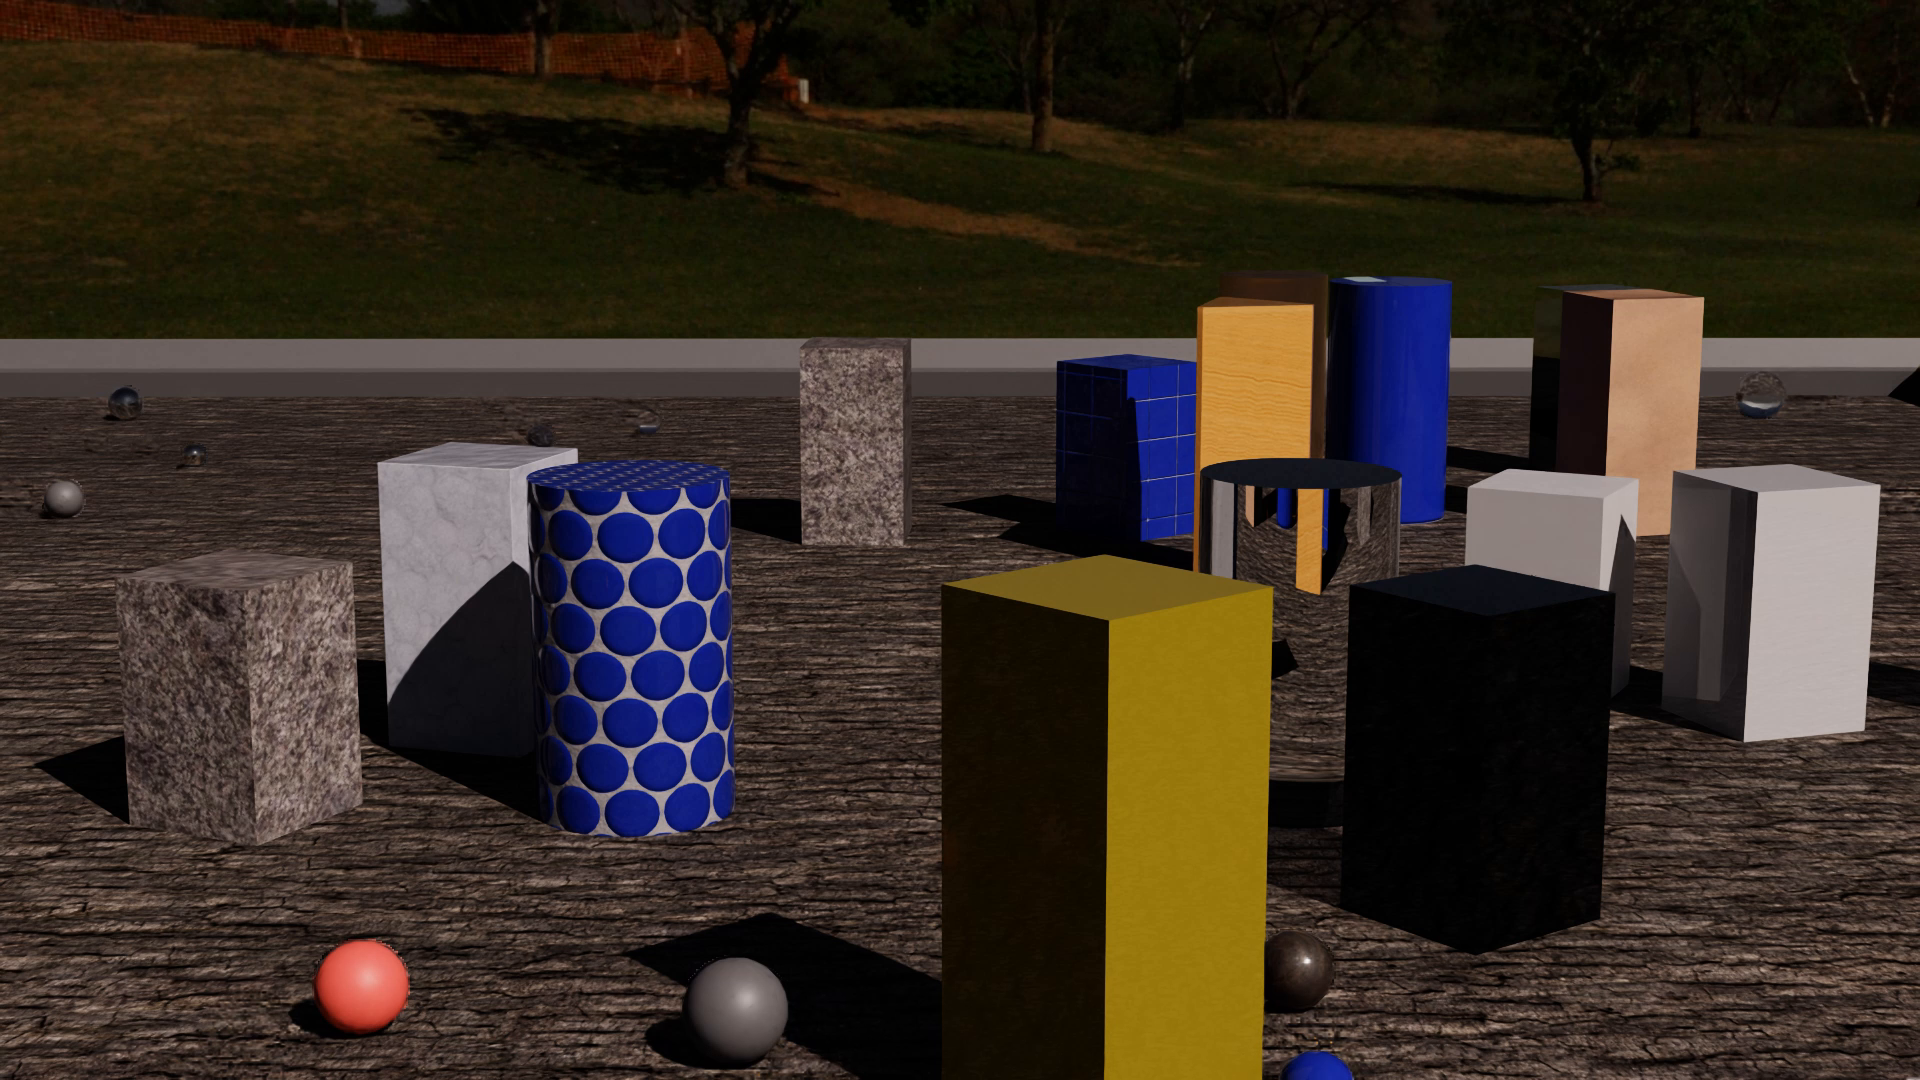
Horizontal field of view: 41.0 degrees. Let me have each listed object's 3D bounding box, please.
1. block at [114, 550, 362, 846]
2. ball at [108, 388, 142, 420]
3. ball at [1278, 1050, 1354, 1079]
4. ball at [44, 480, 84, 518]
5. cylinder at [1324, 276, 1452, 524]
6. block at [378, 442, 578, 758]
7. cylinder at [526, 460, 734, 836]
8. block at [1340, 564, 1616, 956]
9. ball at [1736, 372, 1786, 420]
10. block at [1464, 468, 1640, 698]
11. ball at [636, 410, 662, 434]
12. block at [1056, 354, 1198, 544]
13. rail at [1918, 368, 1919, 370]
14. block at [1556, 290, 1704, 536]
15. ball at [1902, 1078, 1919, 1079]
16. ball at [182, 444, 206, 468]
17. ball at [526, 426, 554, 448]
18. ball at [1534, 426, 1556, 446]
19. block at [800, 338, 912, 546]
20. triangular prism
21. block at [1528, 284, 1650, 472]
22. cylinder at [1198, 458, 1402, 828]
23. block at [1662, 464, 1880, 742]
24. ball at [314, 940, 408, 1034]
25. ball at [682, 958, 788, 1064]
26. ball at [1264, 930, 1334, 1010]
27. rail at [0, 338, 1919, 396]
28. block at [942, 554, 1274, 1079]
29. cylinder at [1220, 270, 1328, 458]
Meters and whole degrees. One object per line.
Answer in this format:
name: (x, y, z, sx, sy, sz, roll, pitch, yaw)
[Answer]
block: (-0.701, 0.149, 2.503, 0.157, 0.245, 0.157, 5, 12, 25)
ball: (-1.729, -0.282, 5.314, 0.068, 0.068, 0.068, 0, 11, 0)
ball: (0.247, 0.381, 1.775, 0.055, 0.055, 0.055, 0, 11, 0)
ball: (-1.456, -0.066, 4.167, 0.061, 0.061, 0.061, 0, 11, 0)
cylinder: (0.695, -0.229, 4.171, 0.196, 0.382, 0.196, 0, 11, 0)
block: (-0.519, 0.061, 2.798, 0.157, 0.311, 0.157, 3, 11, 18)
cylinder: (-0.321, 0.102, 2.517, 0.196, 0.334, 0.196, 0, 11, 0)
block: (0.443, 0.183, 2.206, 0.157, 0.287, 0.157, -8, 13, -36)
ball: (1.665, -0.300, 5.332, 0.098, 0.098, 0.098, 0, 11, 0)
block: (0.690, 0.055, 3.003, 0.157, 0.248, 0.157, 6, 12, 28)
ball: (-0.618, -0.235, 5.108, 0.050, 0.050, 0.050, 0, 11, 0)
block: (0.262, -0.146, 4.034, 0.157, 0.269, 0.157, -9, 14, -40)
rail: (2.148, 0.031, 3.461, 0.045, 0.127, 4.558, 0, 11, 0)
block: (1.055, -0.203, 4.059, 0.157, 0.371, 0.157, -3, 11, -16)
ball: (0.650, 0.390, 1.747, 0.047, 0.047, 0.047, 0, 11, 0)
ball: (-1.404, -0.154, 4.697, 0.042, 0.042, 0.042, 0, 11, 0)
ball: (-0.797, -0.193, 4.877, 0.052, 0.052, 0.052, 0, 11, 0)
ball: (1.127, -0.200, 4.947, 0.041, 0.041, 0.041, 0, 11, 0)
block: (-0.160, -0.155, 3.988, 0.157, 0.303, 0.157, 1, 11, 4)
triangular prism: (0.400, -0.148, 3.704, 0.170, 0.393, 0.147, -3, 11, -13)
block: (1.126, -0.277, 4.549, 0.157, 0.337, 0.157, -4, 11, -22)
cylinder: (0.334, 0.097, 2.544, 0.196, 0.332, 0.196, 0, 11, 0)
block: (0.903, 0.067, 2.866, 0.157, 0.276, 0.157, -4, 11, -18)
ball: (-0.456, 0.340, 1.951, 0.070, 0.070, 0.070, 0, 11, 0)
ball: (-0.166, 0.347, 1.893, 0.078, 0.078, 0.078, 0, 11, 0)
ball: (0.261, 0.336, 2.002, 0.061, 0.061, 0.061, 0, 11, 0)
rail: (-0.013, -0.378, 5.667, 4.344, 0.127, 0.045, 0, 11, 0)
block: (0.098, 0.218, 1.753, 0.157, 0.383, 0.157, -9, 14, -42)
cylinder: (0.569, -0.310, 4.691, 0.196, 0.351, 0.196, 0, 11, 0)
